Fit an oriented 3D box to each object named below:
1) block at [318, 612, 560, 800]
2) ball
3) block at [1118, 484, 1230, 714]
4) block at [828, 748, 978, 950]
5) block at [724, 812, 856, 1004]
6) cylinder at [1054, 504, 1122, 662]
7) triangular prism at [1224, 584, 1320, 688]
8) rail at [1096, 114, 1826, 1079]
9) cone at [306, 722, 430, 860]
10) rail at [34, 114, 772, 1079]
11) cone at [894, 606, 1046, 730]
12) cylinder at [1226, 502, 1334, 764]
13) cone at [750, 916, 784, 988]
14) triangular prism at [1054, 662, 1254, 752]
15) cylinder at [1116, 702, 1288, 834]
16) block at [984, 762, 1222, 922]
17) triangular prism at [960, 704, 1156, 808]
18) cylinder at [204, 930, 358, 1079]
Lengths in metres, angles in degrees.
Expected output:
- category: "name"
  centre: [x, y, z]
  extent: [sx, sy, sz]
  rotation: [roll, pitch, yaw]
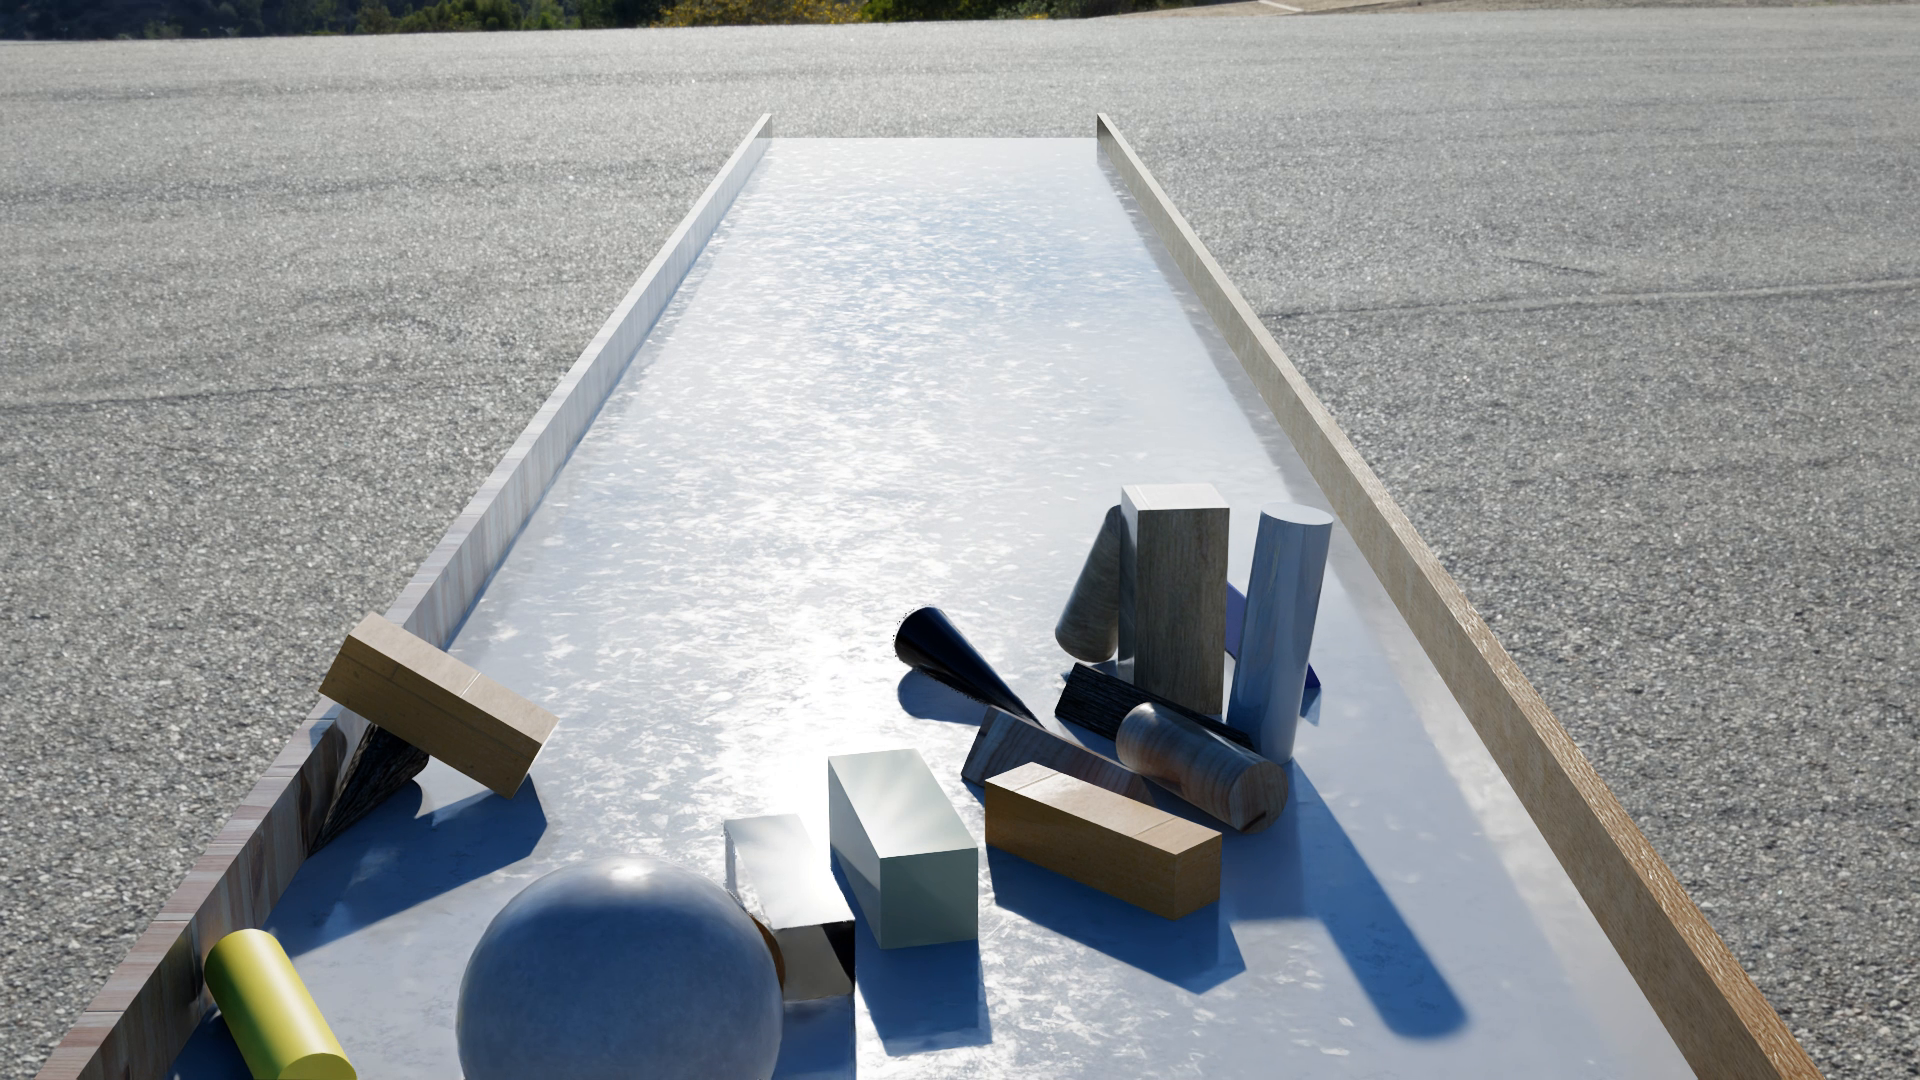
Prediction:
- category: "block"
  centre: [-0.888, 0.283, 3.763]
  extent: [0.371, 0.121, 0.121]
  rotation: [30, 16, -5]
- category: "ball"
  centre: [-0.405, 0.571, 2.627]
  extent: [0.387, 0.387, 0.387]
  rotation: [0, 17, 0]
- category: "block"
  centre: [0.399, 0.112, 4.142]
  extent: [0.171, 0.403, 0.171]
  rotation: [-2, 17, -6]
- category: "block"
  centre: [-0.093, 0.468, 3.393]
  extent: [0.147, 0.147, 0.399]
  rotation: [-4, 17, -14]
- category: "block"
  centre: [-0.254, 0.533, 3.232]
  extent: [0.115, 0.115, 0.383]
  rotation: [-5, 17, -15]
- category: "cylinder"
  centre: [0.298, 0.088, 4.343]
  extent: [0.131, 0.310, 0.131]
  rotation: [13, 39, -11]
- category: "triangular prism"
  centre: [0.600, 0.183, 4.441]
  extent: [0.106, 0.092, 0.428]
  rotation: [-3, 17, -12]
- category: "rail"
  centre: [0.932, -0.844, 7.801]
  extent: [0.050, 0.150, 12.000]
  rotation: [0, 17, -1]
- category: "cone"
  centre: [-1.010, 0.435, 3.659]
  extent: [0.122, 0.122, 0.348]
  rotation: [3, 27, 11]
- category: "rail"
  centre: [-1.118, -0.838, 7.780]
  extent: [0.050, 0.150, 12.000]
  rotation: [0, 17, -1]
- category: "cone"
  centre: [0.049, 0.277, 4.183]
  extent: [0.130, 0.130, 0.454]
  rotation: [-11, 28, -32]
- category: "cylinder"
  centre: [0.557, 0.166, 3.869]
  extent: [0.126, 0.445, 0.126]
  rotation: [6, 17, -2]
- category: "cone"
  centre: [-0.323, 0.583, 3.117]
  extent: [0.176, 0.176, 0.304]
  rotation: [0, 0, 0]
- category: "triangular prism"
  centre: [0.355, 0.324, 3.966]
  extent: [0.106, 0.092, 0.457]
  rotation: [-12, 21, -35]
- category: "cylinder"
  centre: [0.406, 0.382, 3.722]
  extent: [0.125, 0.125, 0.318]
  rotation: [-10, 19, -30]
- category: "block"
  centre: [0.219, 0.469, 3.458]
  extent: [0.109, 0.109, 0.399]
  rotation: [-16, 23, -42]
- category: "triangular prism"
  centre: [0.170, 0.387, 3.709]
  extent: [0.135, 0.117, 0.385]
  rotation: [-13, 21, -35]
- category: "cylinder"
  centre: [-0.897, 0.638, 2.889]
  extent: [0.109, 0.109, 0.387]
  rotation: [-9, 19, -28]
